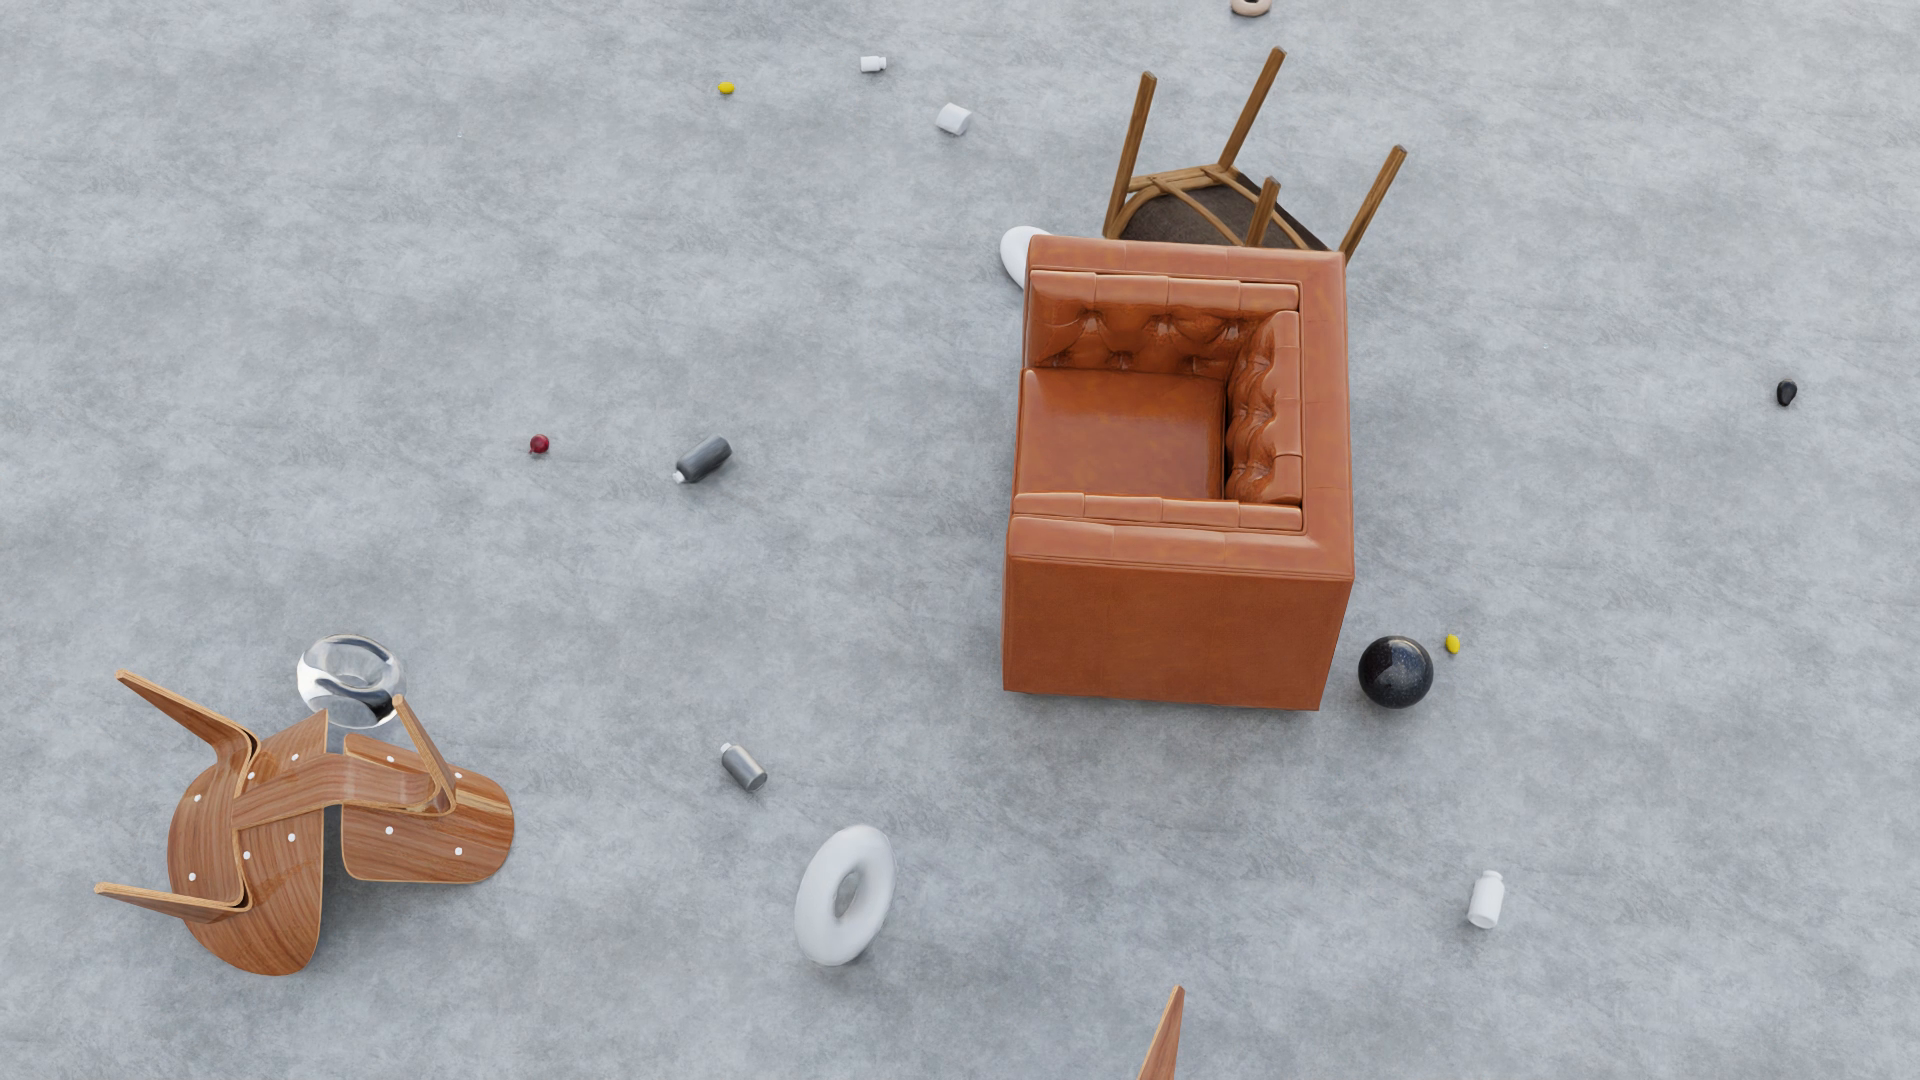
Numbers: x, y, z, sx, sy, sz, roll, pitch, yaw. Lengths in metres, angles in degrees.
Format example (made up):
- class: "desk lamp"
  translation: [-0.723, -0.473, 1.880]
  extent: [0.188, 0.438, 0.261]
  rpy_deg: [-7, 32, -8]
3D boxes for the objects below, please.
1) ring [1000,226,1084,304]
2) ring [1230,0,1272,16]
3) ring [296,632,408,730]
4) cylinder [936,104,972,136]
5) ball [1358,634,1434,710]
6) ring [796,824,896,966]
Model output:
- class: "ring"
  translation: [0.265, -0.894, 7.131]
  extent: [0.218, 0.072, 0.358]
  rpy_deg: [-29, 60, -19]
- class: "ring"
  translation: [1.036, -1.917, 7.831]
  extent: [0.149, 0.049, 0.125]
  rpy_deg: [-8, 57, -7]
- class: "ring"
  translation: [-1.712, 0.396, 6.197]
  extent: [0.314, 0.145, 0.280]
  rpy_deg: [29, 41, 2]
- class: "cylinder"
  translation: [-0.020, -1.435, 7.501]
  extent: [0.088, 0.059, 0.101]
  rpy_deg: [27, 65, 17]
- class: "ball"
  translation: [1.228, 0.372, 6.197]
  extent: [0.212, 0.212, 0.212]
  rpy_deg: [0, 56, 0]
- class: "ring"
  translation: [-0.301, 0.935, 5.792]
  extent: [0.244, 0.144, 0.386]
  rpy_deg: [27, 79, -27]
